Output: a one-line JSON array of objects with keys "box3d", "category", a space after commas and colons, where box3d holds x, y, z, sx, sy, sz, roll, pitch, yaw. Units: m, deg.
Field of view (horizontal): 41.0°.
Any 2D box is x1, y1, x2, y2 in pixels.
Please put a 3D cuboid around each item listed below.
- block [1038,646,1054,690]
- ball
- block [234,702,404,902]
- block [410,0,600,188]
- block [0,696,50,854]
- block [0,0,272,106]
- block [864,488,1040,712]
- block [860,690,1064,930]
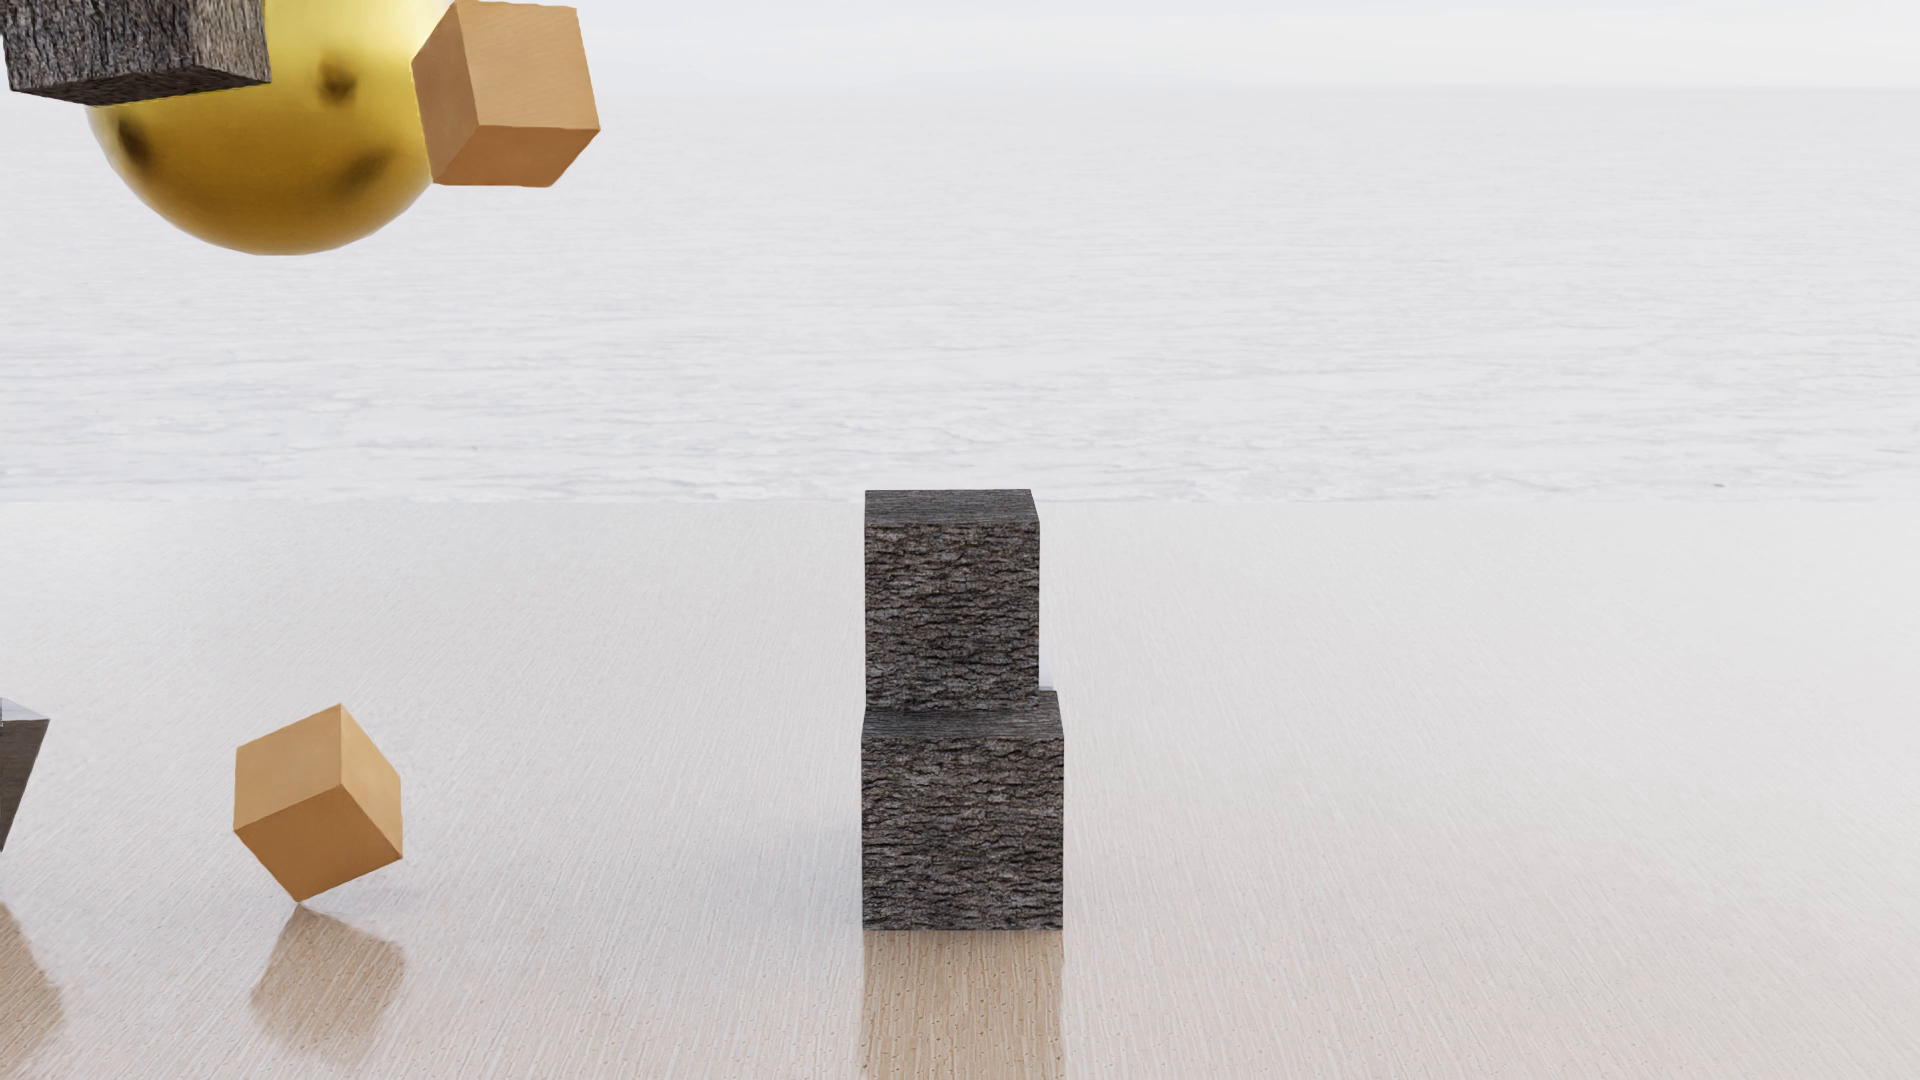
[{"box3d": [0.016, 0.988, 11.783, 0.793, 0.841, 0.791, 0, 10, 0], "category": "block"}, {"box3d": [-2.883, -1.997, 10.817, 1.600, 1.600, 1.600, 0, 10, 0], "category": "ball"}, {"box3d": [-2.748, 1.127, 11.004, 0.507, 0.513, 0.503, -23, 40, 5], "category": "block"}, {"box3d": [-1.684, -1.643, 9.484, 0.473, 0.502, 0.481, -4, -17, -33], "category": "block"}, {"box3d": [-4.464, 0.993, 11.077, 0.573, 0.690, 0.645, 21, 2, 13], "category": "block"}, {"box3d": [-3.115, -2.054, 9.653, 0.724, 0.695, 0.705, -6, 4, 7], "category": "block"}, {"box3d": [-0.044, 0.251, 11.207, 0.740, 0.818, 0.704, 0, 13, -2], "category": "block"}, {"box3d": [0.011, 1.142, 10.981, 0.833, 0.824, 0.823, 0, 10, 0], "category": "block"}]
